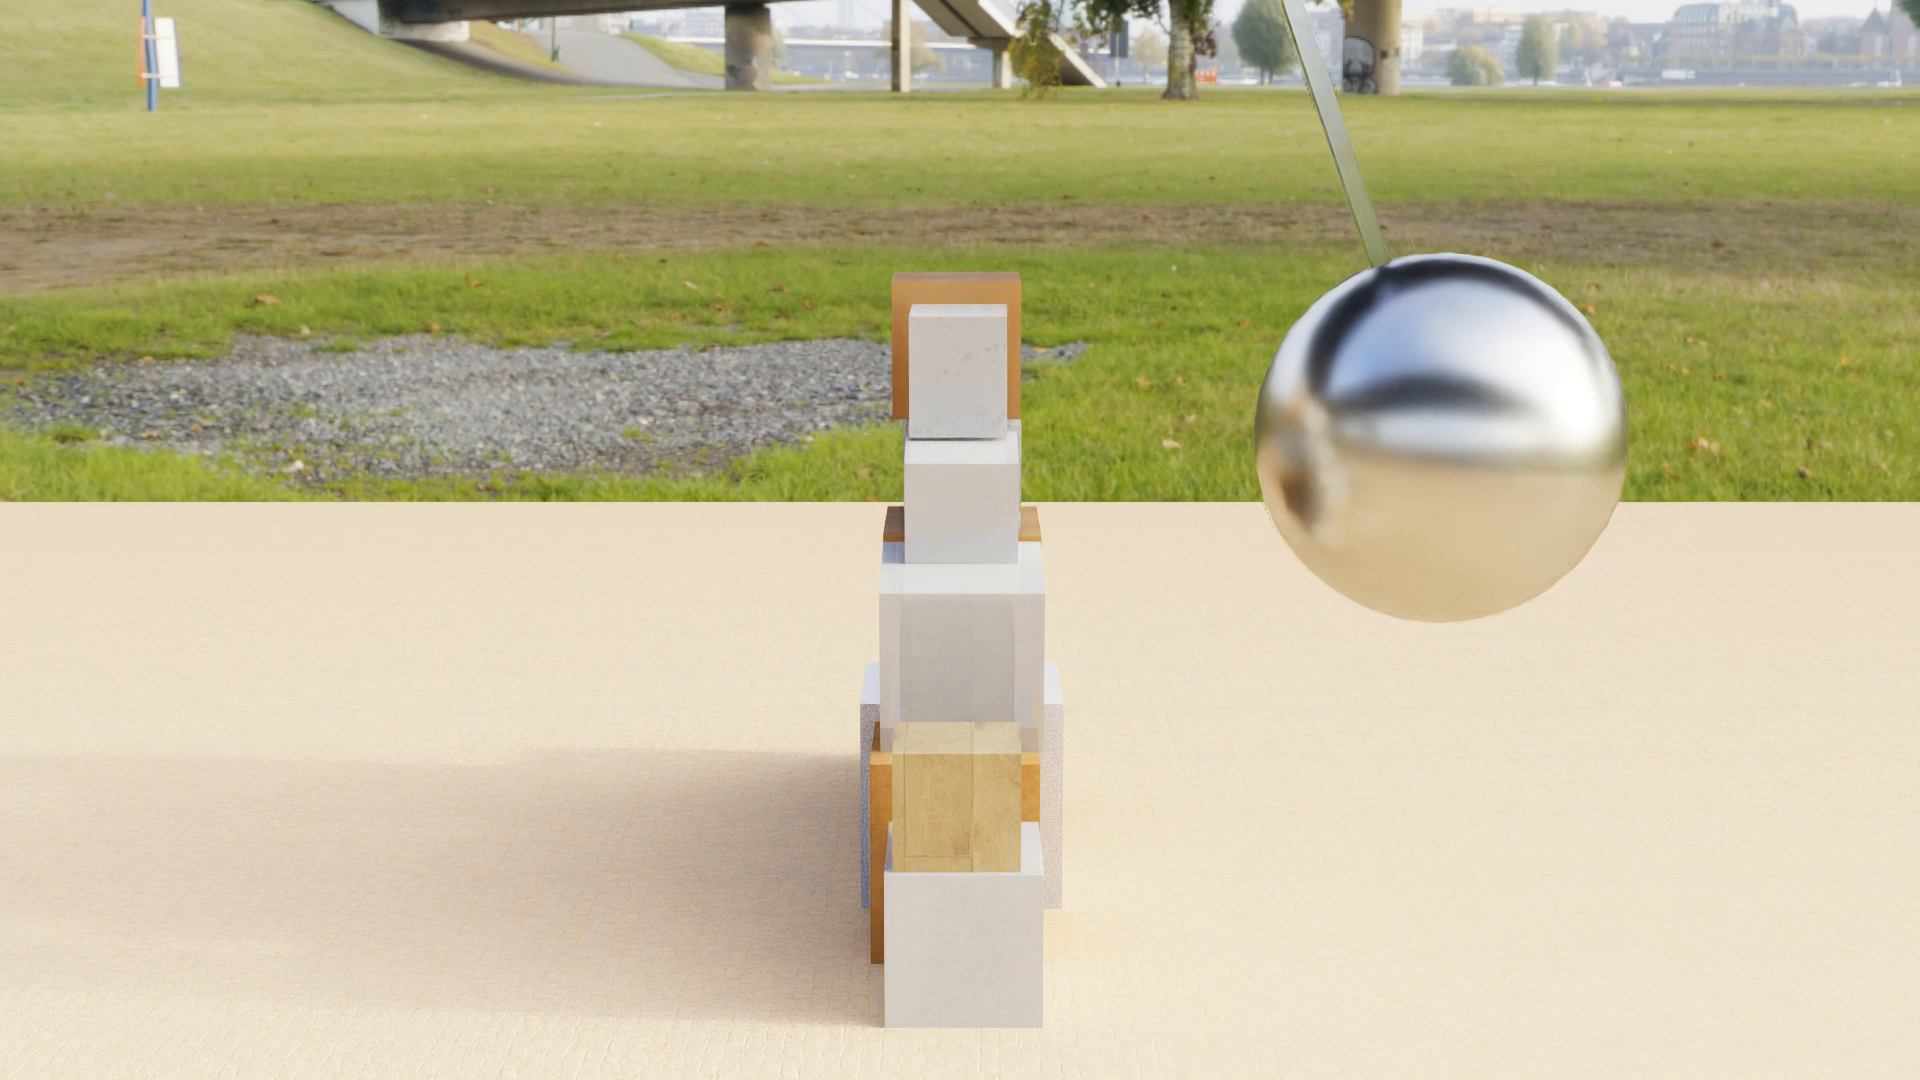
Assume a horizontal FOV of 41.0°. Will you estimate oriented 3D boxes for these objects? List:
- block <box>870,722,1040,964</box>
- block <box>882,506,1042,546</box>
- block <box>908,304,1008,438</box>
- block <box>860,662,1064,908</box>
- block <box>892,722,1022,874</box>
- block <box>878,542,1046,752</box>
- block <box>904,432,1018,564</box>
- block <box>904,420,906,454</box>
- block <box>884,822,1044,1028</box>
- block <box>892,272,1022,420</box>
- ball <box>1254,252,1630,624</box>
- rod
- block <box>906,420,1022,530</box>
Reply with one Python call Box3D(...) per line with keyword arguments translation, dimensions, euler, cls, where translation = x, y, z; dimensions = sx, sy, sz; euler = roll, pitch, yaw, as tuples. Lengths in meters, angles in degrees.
Box3D(translation=(-0.020, 1.228, 10.511), dimensions=(0.672, 0.823, 0.677), euler=(0, 10, 0), cls="block")
Box3D(translation=(0.009, 0.255, 11.219), dimensions=(0.669, 0.690, 0.762), euler=(0, 10, 0), cls="block")
Box3D(translation=(-0.005, -0.711, 10.710), dimensions=(0.402, 0.499, 0.431), euler=(0, 12, 1), cls="block")
Box3D(translation=(0.007, 1.059, 11.234), dimensions=(0.855, 0.897, 0.787), euler=(0, 10, 0), cls="block")
Box3D(translation=(-0.011, 0.965, 9.676), dimensions=(0.474, 0.454, 0.472), euler=(0, 10, 0), cls="block")
Box3D(translation=(0.008, 0.429, 10.476), dimensions=(0.654, 0.677, 0.630), euler=(0, 19, 0), cls="block")
Box3D(translation=(0.006, -0.178, 10.550), dimensions=(0.458, 0.424, 0.460), euler=(0, 19, 0), cls="block")
Box3D(translation=(-0.012, -0.390, 11.595), dimensions=(0.477, 0.448, 0.460), euler=(0, 9, 0), cls="block")
Box3D(translation=(0.014, 1.466, 9.849), dimensions=(0.590, 0.592, 0.689), euler=(0, 10, 0), cls="block")
Box3D(translation=(-0.015, -0.859, 11.248), dimensions=(0.551, 0.593, 0.537), euler=(0, 10, 0), cls="block")
Box3D(translation=(2.074, -0.440, 11.100), dimensions=(1.600, 1.600, 1.600), euler=(0, 10, 0), cls="ball")
Box3D(translation=(0.899, -3.579, 10.530), dimensions=(0.080, 5.200, 0.080), euler=(-20, 10, 4), cls="rod")
Box3D(translation=(0.015, -0.307, 11.124), dimensions=(0.490, 0.450, 0.470), euler=(0, 10, 0), cls="block")
